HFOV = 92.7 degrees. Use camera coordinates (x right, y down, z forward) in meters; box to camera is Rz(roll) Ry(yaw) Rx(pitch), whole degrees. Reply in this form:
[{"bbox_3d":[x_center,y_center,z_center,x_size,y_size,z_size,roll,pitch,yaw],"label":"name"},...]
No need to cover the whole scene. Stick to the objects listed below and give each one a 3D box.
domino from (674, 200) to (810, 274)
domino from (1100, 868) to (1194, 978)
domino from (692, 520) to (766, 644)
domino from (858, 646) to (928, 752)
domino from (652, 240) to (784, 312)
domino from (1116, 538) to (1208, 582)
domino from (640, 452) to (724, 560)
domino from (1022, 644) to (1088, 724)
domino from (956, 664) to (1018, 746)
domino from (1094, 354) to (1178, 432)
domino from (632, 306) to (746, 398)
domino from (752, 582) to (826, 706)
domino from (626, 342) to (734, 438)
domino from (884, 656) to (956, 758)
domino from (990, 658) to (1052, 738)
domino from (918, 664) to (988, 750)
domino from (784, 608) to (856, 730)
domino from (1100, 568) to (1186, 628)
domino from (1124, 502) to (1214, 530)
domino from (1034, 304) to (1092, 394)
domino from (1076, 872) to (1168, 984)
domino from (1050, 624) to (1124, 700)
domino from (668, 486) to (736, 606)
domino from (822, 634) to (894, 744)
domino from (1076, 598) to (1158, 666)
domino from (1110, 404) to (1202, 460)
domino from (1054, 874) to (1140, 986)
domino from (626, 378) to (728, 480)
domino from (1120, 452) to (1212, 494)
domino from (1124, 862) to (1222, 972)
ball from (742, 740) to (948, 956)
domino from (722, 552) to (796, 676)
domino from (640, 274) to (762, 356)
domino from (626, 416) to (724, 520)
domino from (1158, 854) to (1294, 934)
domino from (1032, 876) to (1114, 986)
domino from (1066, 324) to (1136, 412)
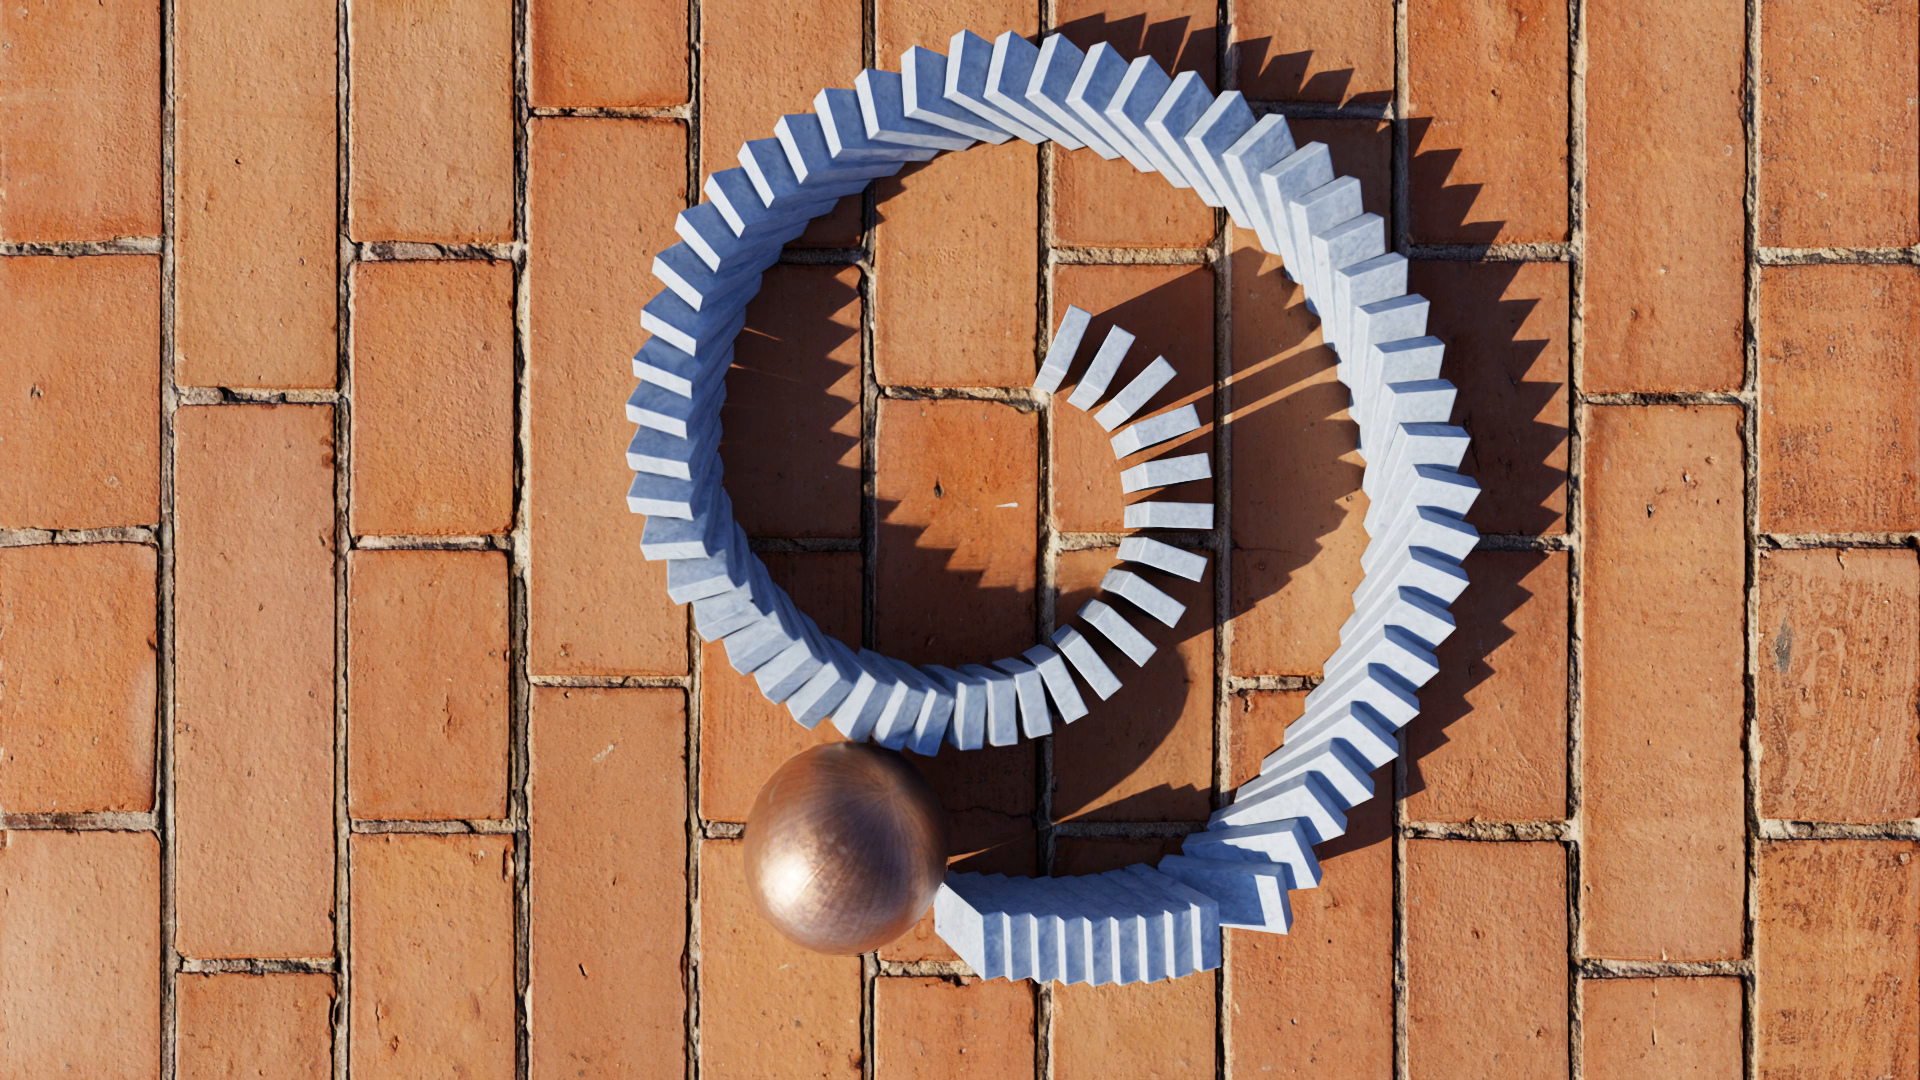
[{"bbox_3d":[-0.090,-0.131,0.381,0.025,0.010,0.050,49,53,1],"label":"domino"},{"bbox_3d":[0.076,0.156,0.375,0.009,0.050,0.025,-2,90,-24],"label":"domino"},{"bbox_3d":[-0.098,0.016,0.380,0.025,0.009,0.050,-25,49,0],"label":"domino"},{"bbox_3d":[-0.033,0.064,0.376,0.010,0.050,0.025,24,90,-30],"label":"domino"},{"bbox_3d":[-0.100,-0.117,0.381,0.025,0.010,0.050,41,53,0],"label":"domino"},{"bbox_3d":[0.081,0.008,0.375,0.025,0.050,0.009,19,90,0],"label":"domino"},{"bbox_3d":[-0.114,-0.015,0.380,0.025,0.009,0.050,-3,50,0],"label":"domino"},{"bbox_3d":[0.038,0.058,0.375,0.009,0.050,0.025,-27,90,-4],"label":"domino"},{"bbox_3d":[0.010,0.066,0.375,0.009,0.050,0.025,-3,90,-16],"label":"domino"},{"bbox_3d":[0.071,-0.059,0.375,0.025,0.050,0.009,-43,90,0],"label":"domino"},{"bbox_3d":[-0.112,-0.083,0.381,0.025,0.009,0.050,22,53,0],"label":"domino"},{"bbox_3d":[-0.076,0.042,0.379,0.025,0.050,0.009,-39,134,0],"label":"domino"},{"bbox_3d":[-0.115,-0.066,0.381,0.025,0.009,0.050,17,53,0],"label":"domino"},{"bbox_3d":[-0.021,0.067,0.376,0.009,0.050,0.025,19,90,-30],"label":"domino"},{"bbox_3d":[0.024,0.063,0.375,0.009,0.050,0.025,-12,90,-10],"label":"domino"},{"bbox_3d":[-0.004,0.067,0.375,0.009,0.050,0.025,4,90,-23],"label":"domino"},{"bbox_3d":[-0.064,0.052,0.378,0.025,0.050,0.010,-45,131,0],"label":"domino"},{"bbox_3d":[0.074,0.023,0.375,0.025,0.050,0.010,33,90,0],"label":"domino"},{"bbox_3d":[0.084,-0.010,0.375,0.025,0.050,0.010,2,90,0],"label":"domino"},{"bbox_3d":[0.041,-0.077,0.375,0.010,0.050,0.025,24,90,0],"label":"domino"},{"bbox_3d":[0.065,0.158,0.375,0.010,0.050,0.025,-2,90,-24],"label":"domino"},{"bbox_3d":[0.051,0.049,0.375,0.009,0.050,0.025,-40,90,0],"label":"domino"},{"bbox_3d":[-0.107,0.002,0.380,0.025,0.010,0.050,-16,50,0],"label":"domino"},{"bbox_3d":[-0.048,0.060,0.377,0.010,0.050,0.025,27,90,-37],"label":"domino"},{"bbox_3d":[0.063,0.037,0.375,0.025,0.050,0.009,41,90,0],"label":"domino"},{"bbox_3d":[0.079,-0.044,0.375,0.025,0.050,0.010,-19,90,0],"label":"domino"},{"bbox_3d":[0.055,0.158,0.375,0.009,0.050,0.025,-2,90,-24],"label":"domino"},{"bbox_3d":[-0.117,-0.049,0.381,0.025,0.010,0.050,10,52,0],"label":"domino"},{"bbox_3d":[0.083,-0.027,0.375,0.025,0.050,0.010,-9,90,0],"label":"domino"},{"bbox_3d":[0.086,0.153,0.375,0.009,0.050,0.025,-3,90,-24],"label":"domino"},{"bbox_3d":[-0.044,0.119,0.360,0.080,0.080,0.080,0,90,0],"label":"ball"},{"bbox_3d":[-0.088,0.030,0.379,0.025,0.010,0.050,-33,47,0],"label":"domino"},{"bbox_3d":[-0.107,-0.100,0.381,0.025,0.009,0.050,30,53,0],"label":"domino"},{"bbox_3d":[-0.117,-0.032,0.381,0.025,0.009,0.050,6,51,0],"label":"domino"},{"bbox_3d":[0.109,0.146,0.380,0.050,0.009,0.025,-8,99,36],"label":"domino"},{"bbox_3d":[0.045,0.159,0.375,0.010,0.050,0.025,-2,90,-24],"label":"domino"},{"bbox_3d":[0.057,-0.069,0.375,0.009,0.050,0.025,30,90,0],"label":"domino"}]
